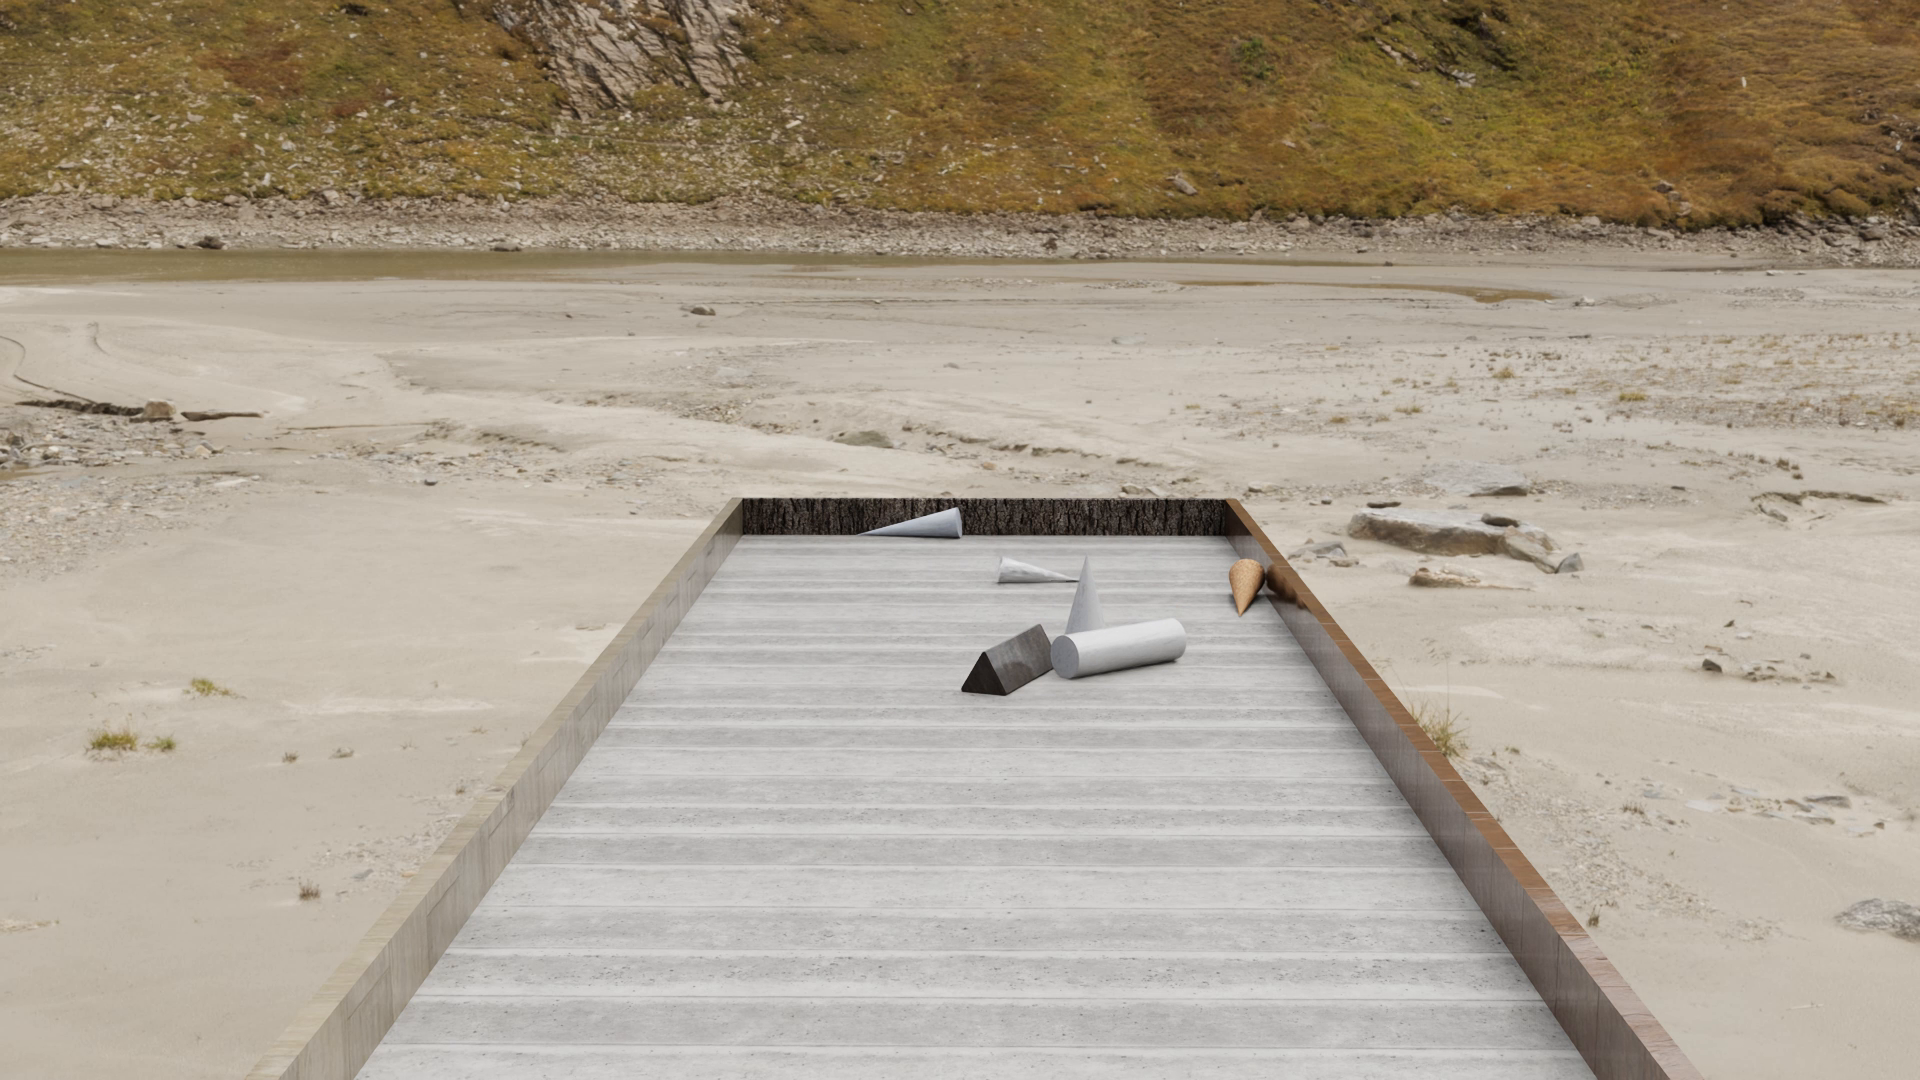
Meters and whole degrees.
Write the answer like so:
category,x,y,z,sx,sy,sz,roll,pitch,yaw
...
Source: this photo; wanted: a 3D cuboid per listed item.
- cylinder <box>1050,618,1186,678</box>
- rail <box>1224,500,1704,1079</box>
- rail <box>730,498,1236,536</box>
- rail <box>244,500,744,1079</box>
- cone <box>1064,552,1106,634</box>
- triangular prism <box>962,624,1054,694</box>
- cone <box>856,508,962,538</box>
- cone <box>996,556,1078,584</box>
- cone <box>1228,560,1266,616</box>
category,x,y,z,sx,sy,sz,roll,pitch,yaw
cylinder,0.476,0.322,6.567,0.430,0.129,0.129,-7,11,-38
rail,1.046,0.843,3.208,0.050,0.150,12.000,0,9,1
rail,0.099,-0.098,9.147,2.100,0.150,0.050,0,9,1
rail,-1.004,0.839,3.234,0.050,0.150,12.000,0,9,1
cone,0.384,0.201,6.680,0.175,0.332,0.175,0,9,0
triangular prism,0.153,0.343,6.441,0.138,0.119,0.443,4,10,22
cone,-0.220,-0.047,9.102,0.440,0.126,0.126,-7,8,10
cone,0.302,0.130,8.029,0.322,0.100,0.100,8,8,-6
cone,0.977,0.195,7.575,0.130,0.130,0.449,2,17,10
